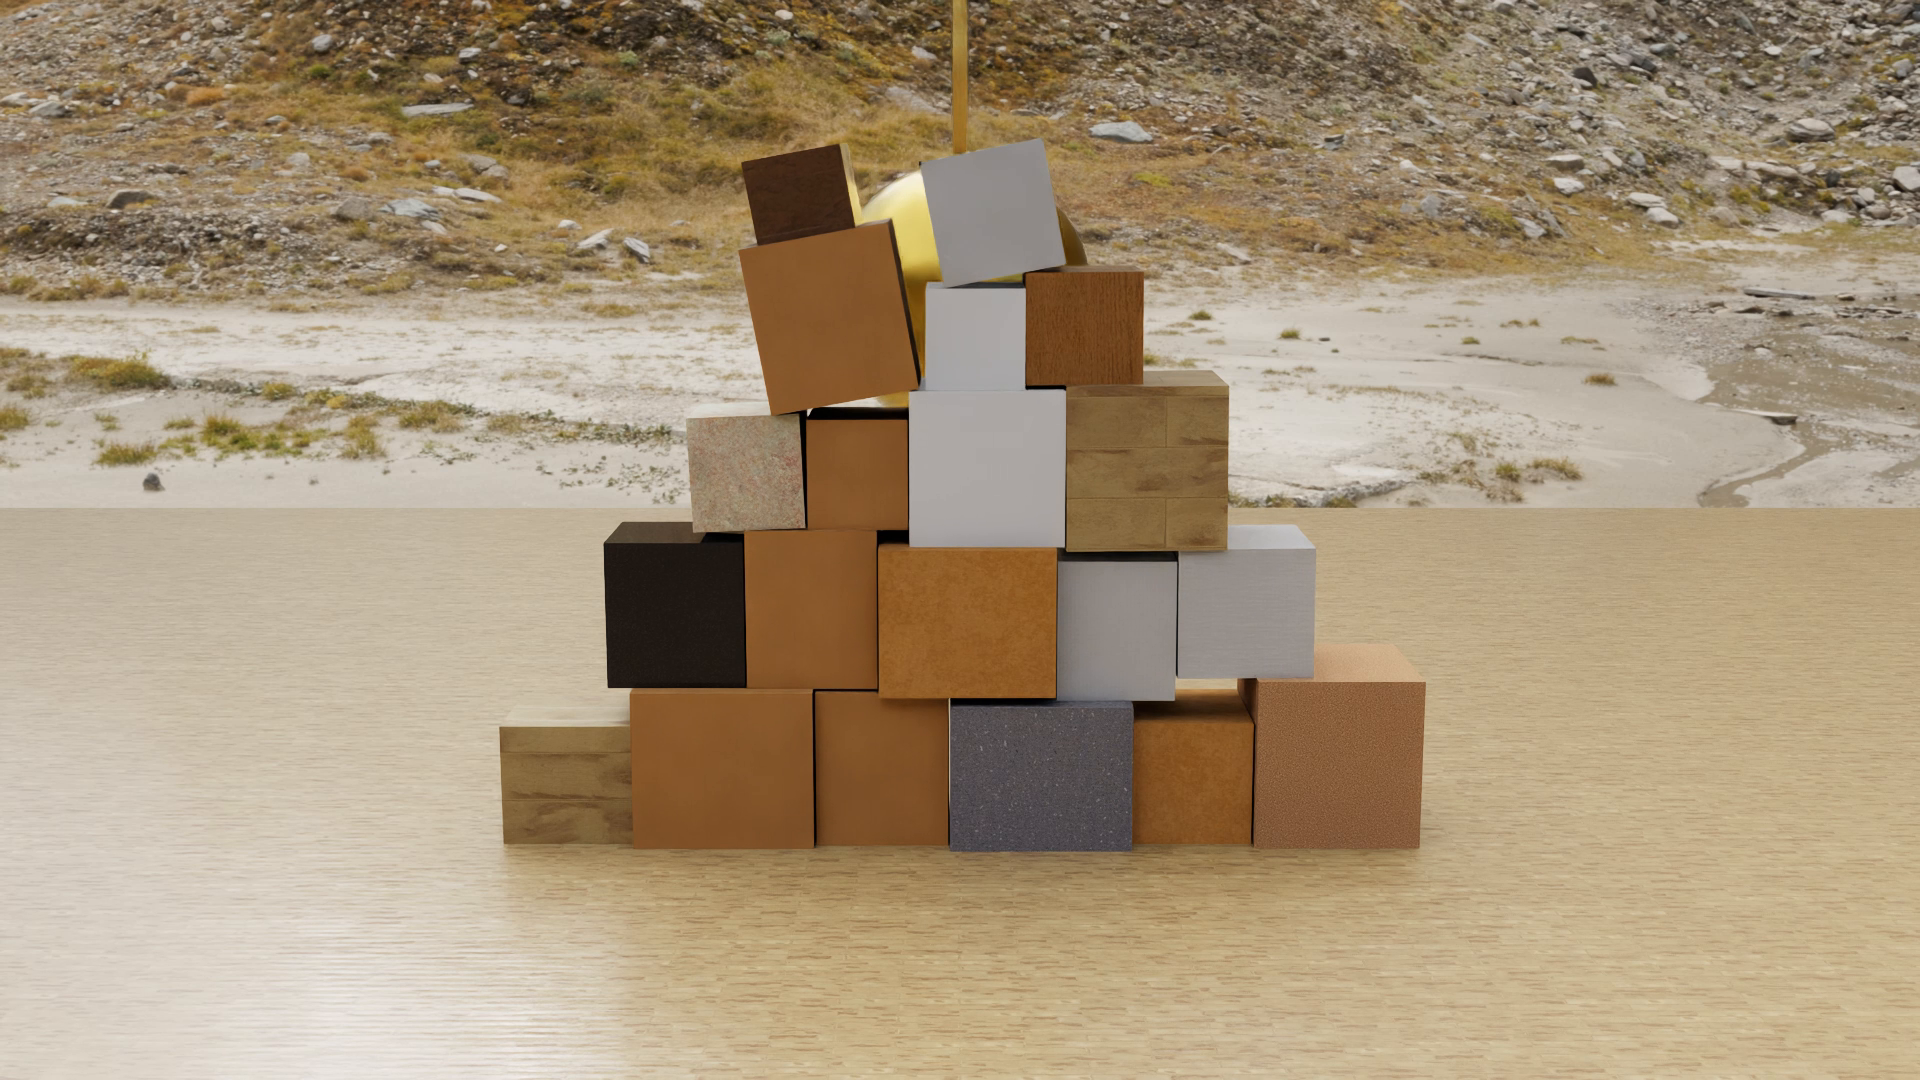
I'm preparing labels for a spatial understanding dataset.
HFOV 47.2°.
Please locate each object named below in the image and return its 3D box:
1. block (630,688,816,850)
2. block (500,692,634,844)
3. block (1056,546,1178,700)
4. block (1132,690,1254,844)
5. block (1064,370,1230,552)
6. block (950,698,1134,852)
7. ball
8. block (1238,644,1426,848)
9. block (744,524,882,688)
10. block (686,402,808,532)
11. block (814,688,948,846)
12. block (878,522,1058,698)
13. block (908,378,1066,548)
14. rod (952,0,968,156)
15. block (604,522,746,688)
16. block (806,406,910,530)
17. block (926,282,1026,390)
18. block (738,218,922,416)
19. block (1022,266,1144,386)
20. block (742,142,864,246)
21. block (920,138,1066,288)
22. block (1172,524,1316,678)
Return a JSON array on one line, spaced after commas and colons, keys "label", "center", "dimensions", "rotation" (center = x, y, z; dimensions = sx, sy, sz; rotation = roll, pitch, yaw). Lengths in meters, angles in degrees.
[{"label": "block", "center": [-1.185, 1.081, 11.380], "dimensions": [0.905, 0.802, 0.847], "rotation": [0, 10, 0]}, {"label": "block", "center": [-1.977, 1.174, 11.396], "dimensions": [0.659, 0.612, 0.681], "rotation": [0, 10, 0]}, {"label": "block", "center": [0.780, 0.402, 11.239], "dimensions": [0.592, 0.708, 0.600], "rotation": [0, 10, 0]}, {"label": "block", "center": [1.169, 1.165, 11.407], "dimensions": [0.603, 0.627, 0.706], "rotation": [0, 10, 0]}, {"label": "block", "center": [0.916, -0.412, 11.113], "dimensions": [0.791, 0.812, 0.744], "rotation": [-1, 10, 0]}, {"label": "block", "center": [0.404, 1.114, 11.370], "dimensions": [0.907, 0.740, 0.894], "rotation": [0, 10, 0]}, {"label": "ball", "center": [0.000, -1.462, 13.247], "dimensions": [1.600, 1.600, 1.600], "rotation": [0, 10, 0]}, {"label": "block", "center": [1.894, 1.052, 11.377], "dimensions": [0.826, 0.860, 0.836], "rotation": [0, 10, 0]}, {"label": "block", "center": [-0.738, 0.292, 11.242], "dimensions": [0.653, 0.799, 0.658], "rotation": [0, 10, 0]}, {"label": "block", "center": [-1.054, -0.380, 11.107], "dimensions": [0.555, 0.569, 0.578], "rotation": [-2, 10, 0]}, {"label": "block", "center": [-0.391, 1.090, 11.369], "dimensions": [0.663, 0.787, 0.708], "rotation": [0, 10, 0]}, {"label": "block", "center": [0.036, 0.338, 11.239], "dimensions": [0.875, 0.739, 0.891], "rotation": [0, 10, 0]}, {"label": "block", "center": [0.134, -0.402, 11.092], "dimensions": [0.766, 0.770, 0.655], "rotation": [0, 10, 0]}, {"label": "rod", "center": [0.000, -4.320, 11.406], "dimensions": [0.080, 5.200, 0.080], "rotation": [0, 33, 0]}, {"label": "block", "center": [-1.419, 0.322, 11.247], "dimensions": [0.689, 0.738, 0.631], "rotation": [0, 10, 0]}, {"label": "block", "center": [-0.506, -0.368, 11.103], "dimensions": [0.497, 0.550, 0.545], "rotation": [0, 10, 0]}, {"label": "block", "center": [0.076, -1.025, 10.985], "dimensions": [0.487, 0.493, 0.531], "rotation": [0, 10, 0]}, {"label": "block", "center": [-0.633, -1.126, 10.973], "dimensions": [0.732, 0.816, 0.683], "rotation": [-10, 10, 2]}, {"label": "block", "center": [0.608, -1.080, 11.002], "dimensions": [0.574, 0.549, 0.560], "rotation": [-1, 10, 0]}, {"label": "block", "center": [-0.773, -1.711, 10.862], "dimensions": [0.486, 0.407, 0.488], "rotation": [-10, 10, 4]}, {"label": "block", "center": [0.165, -1.626, 10.895], "dimensions": [0.605, 0.616, 0.541], "rotation": [-11, 10, 3]}, {"label": "block", "center": [1.422, 0.306, 11.244], "dimensions": [0.677, 0.656, 0.685], "rotation": [-1, 10, 0]}]
